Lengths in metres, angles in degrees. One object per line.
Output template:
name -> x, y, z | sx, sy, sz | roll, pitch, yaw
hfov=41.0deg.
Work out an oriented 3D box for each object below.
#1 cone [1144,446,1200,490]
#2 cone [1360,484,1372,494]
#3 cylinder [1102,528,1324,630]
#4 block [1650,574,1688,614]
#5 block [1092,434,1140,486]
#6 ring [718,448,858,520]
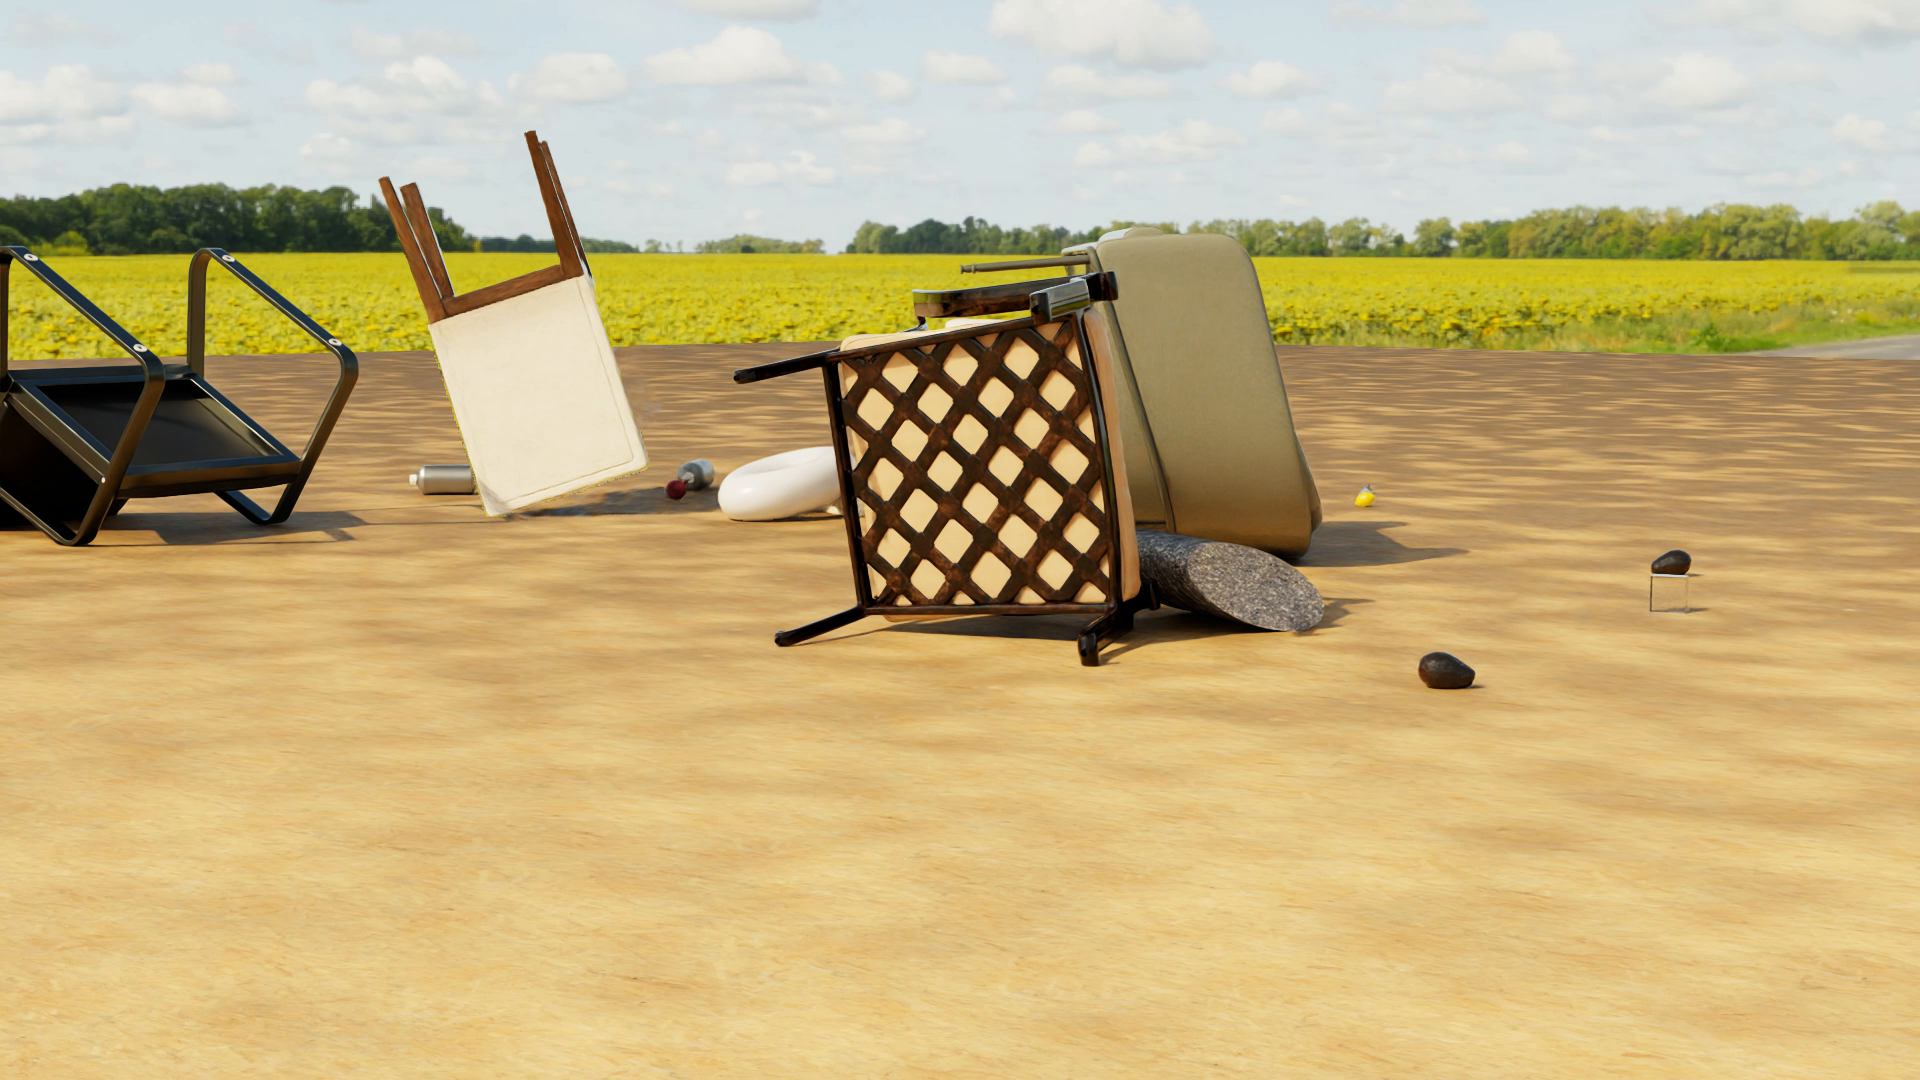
cone -> 0.670, -0.187, 7.884 | 0.156, 0.158, 0.144 | 26, -16, -5
cone -> 1.225, -0.148, 7.769 | 0.039, 0.032, 0.045 | -23, 18, 13
cylinder -> 0.477, 0.073, 4.863 | 0.319, 0.133, 0.314 | 22, -5, -27
block -> 1.393, 0.105, 5.041 | 0.067, 0.071, 0.037 | 3, 6, 25
block -> 0.493, -0.255, 8.120 | 0.118, 0.157, 0.098 | -5, 8, -42
ring -> -0.469, -0.154, 7.023 | 0.312, 0.129, 0.448 | 2, 17, 42
